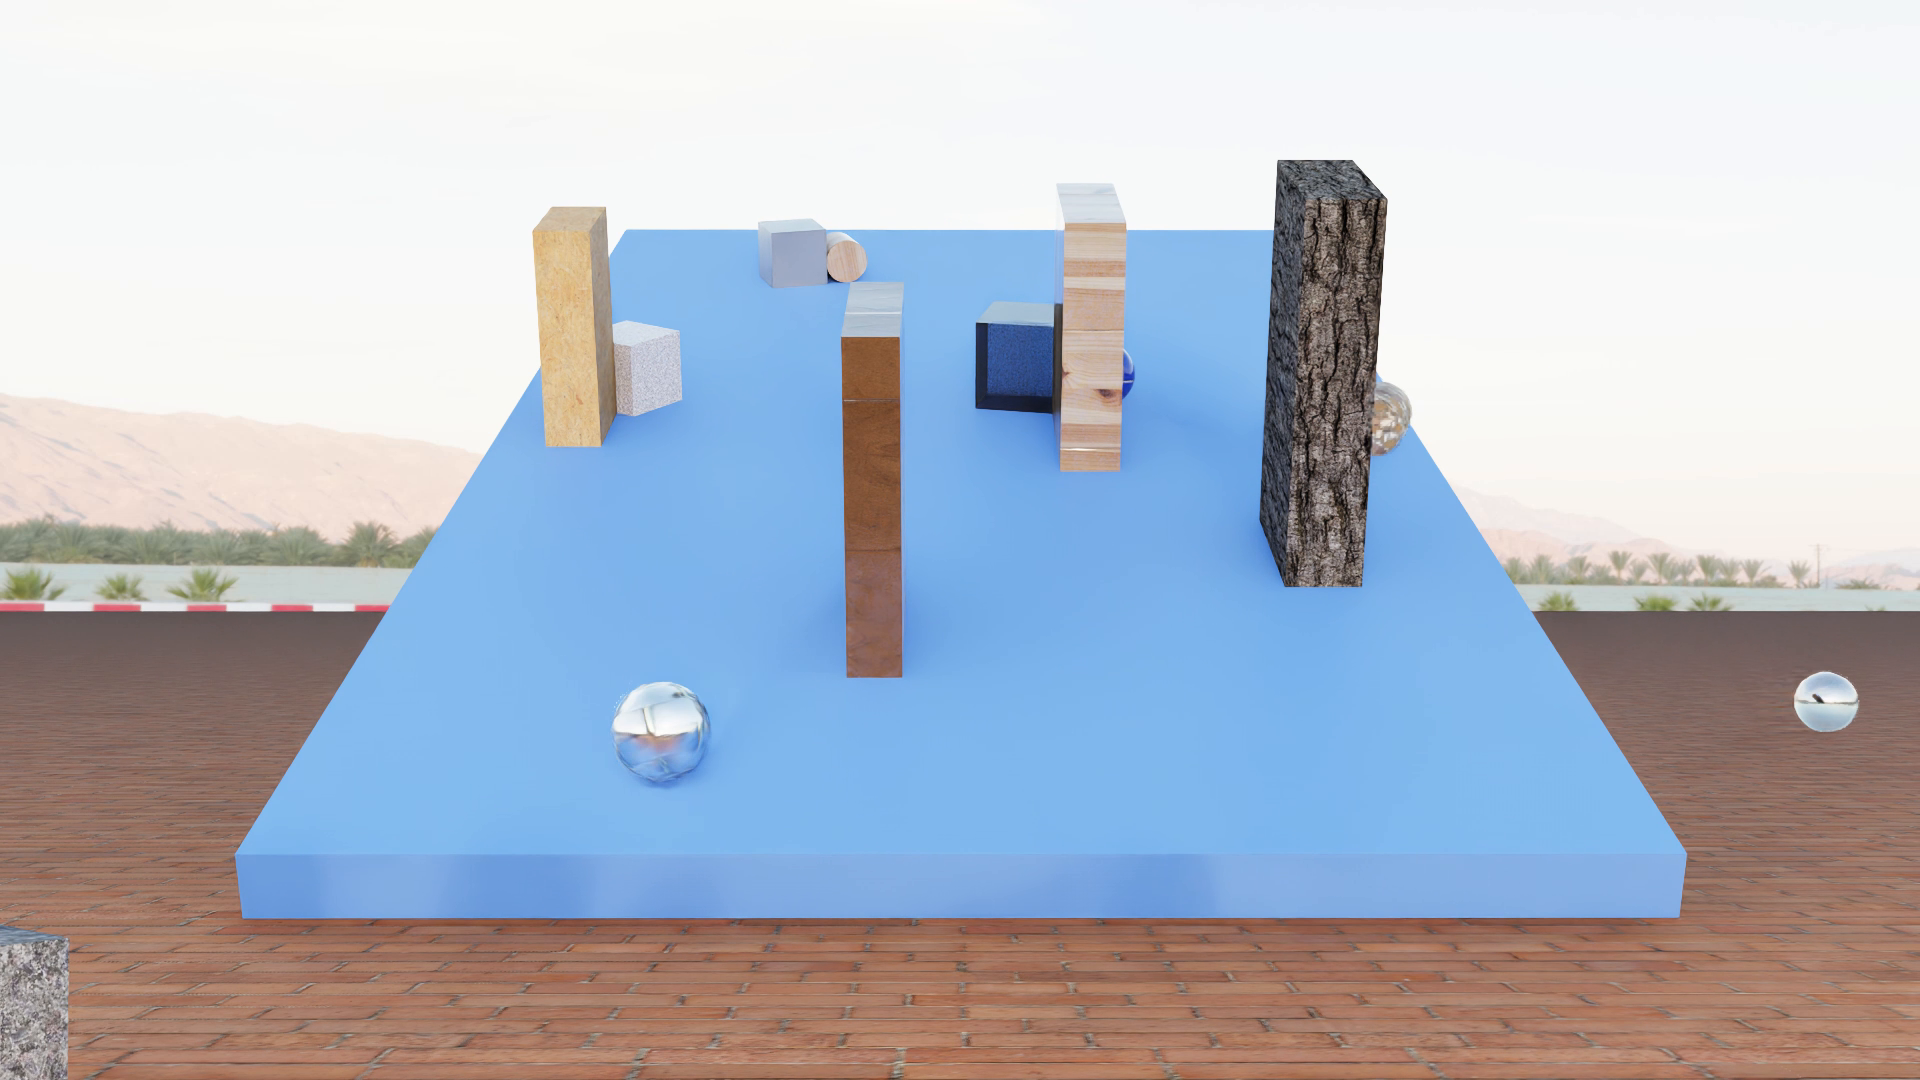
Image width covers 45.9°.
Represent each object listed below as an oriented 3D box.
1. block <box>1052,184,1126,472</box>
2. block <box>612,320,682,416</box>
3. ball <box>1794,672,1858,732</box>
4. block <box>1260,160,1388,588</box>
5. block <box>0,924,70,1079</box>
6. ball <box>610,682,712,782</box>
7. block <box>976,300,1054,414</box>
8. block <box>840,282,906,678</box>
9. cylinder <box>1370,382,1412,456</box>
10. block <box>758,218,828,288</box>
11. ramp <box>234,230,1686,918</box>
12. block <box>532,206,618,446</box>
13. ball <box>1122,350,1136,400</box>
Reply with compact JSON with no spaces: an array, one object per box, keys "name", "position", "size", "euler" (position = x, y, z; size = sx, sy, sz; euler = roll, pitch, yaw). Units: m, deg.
[{"name":"block","position":[0.269,-0.456,4.795],"size":[0.124,0.521,0.403],"euler":[0,20,0]},{"name":"block","position":[-0.747,-0.390,5.132],"size":[0.162,0.162,0.162],"euler":[14,24,33]},{"name":"ball","position":[2.957,0.554,7.742],"size":[0.206,0.206,0.206],"euler":[0,-2,0]},{"name":"block","position":[0.653,-0.308,4.126],"size":[0.139,0.704,0.361],"euler":[0,20,0]},{"name":"block","position":[-0.854,0.411,1.880],"size":[0.159,0.159,0.159],"euler":[-1,-2,41]},{"name":"ball","position":[-0.438,0.280,3.325],"size":[0.146,0.146,0.146],"euler":[0,-2,0]},{"name":"block","position":[0.154,-0.416,5.152],"size":[0.201,0.201,0.201],"euler":[5,21,12]},{"name":"block","position":[-0.139,-0.106,3.761],"size":[0.090,0.572,0.356],"euler":[0,20,0]},{"name":"cylinder","position":[0.886,-0.258,4.826],"size":[0.130,0.130,0.130],"euler":[-1,19,22]},{"name":"block","position":[-0.461,-0.790,6.238],"size":[0.153,0.153,0.153],"euler":[-6,21,-17]},{"name":"ramp","position":[-0.005,-0.208,5.019],"size":[2.000,0.100,4.000],"euler":[0,20,0]},{"name":"block","position":[-0.826,-0.462,4.883],"size":[0.118,0.468,0.248],"euler":[0,20,0]},{"name":"ball","position":[0.322,-0.375,5.118],"size":[0.147,0.147,0.147],"euler":[0,-2,0]}]
